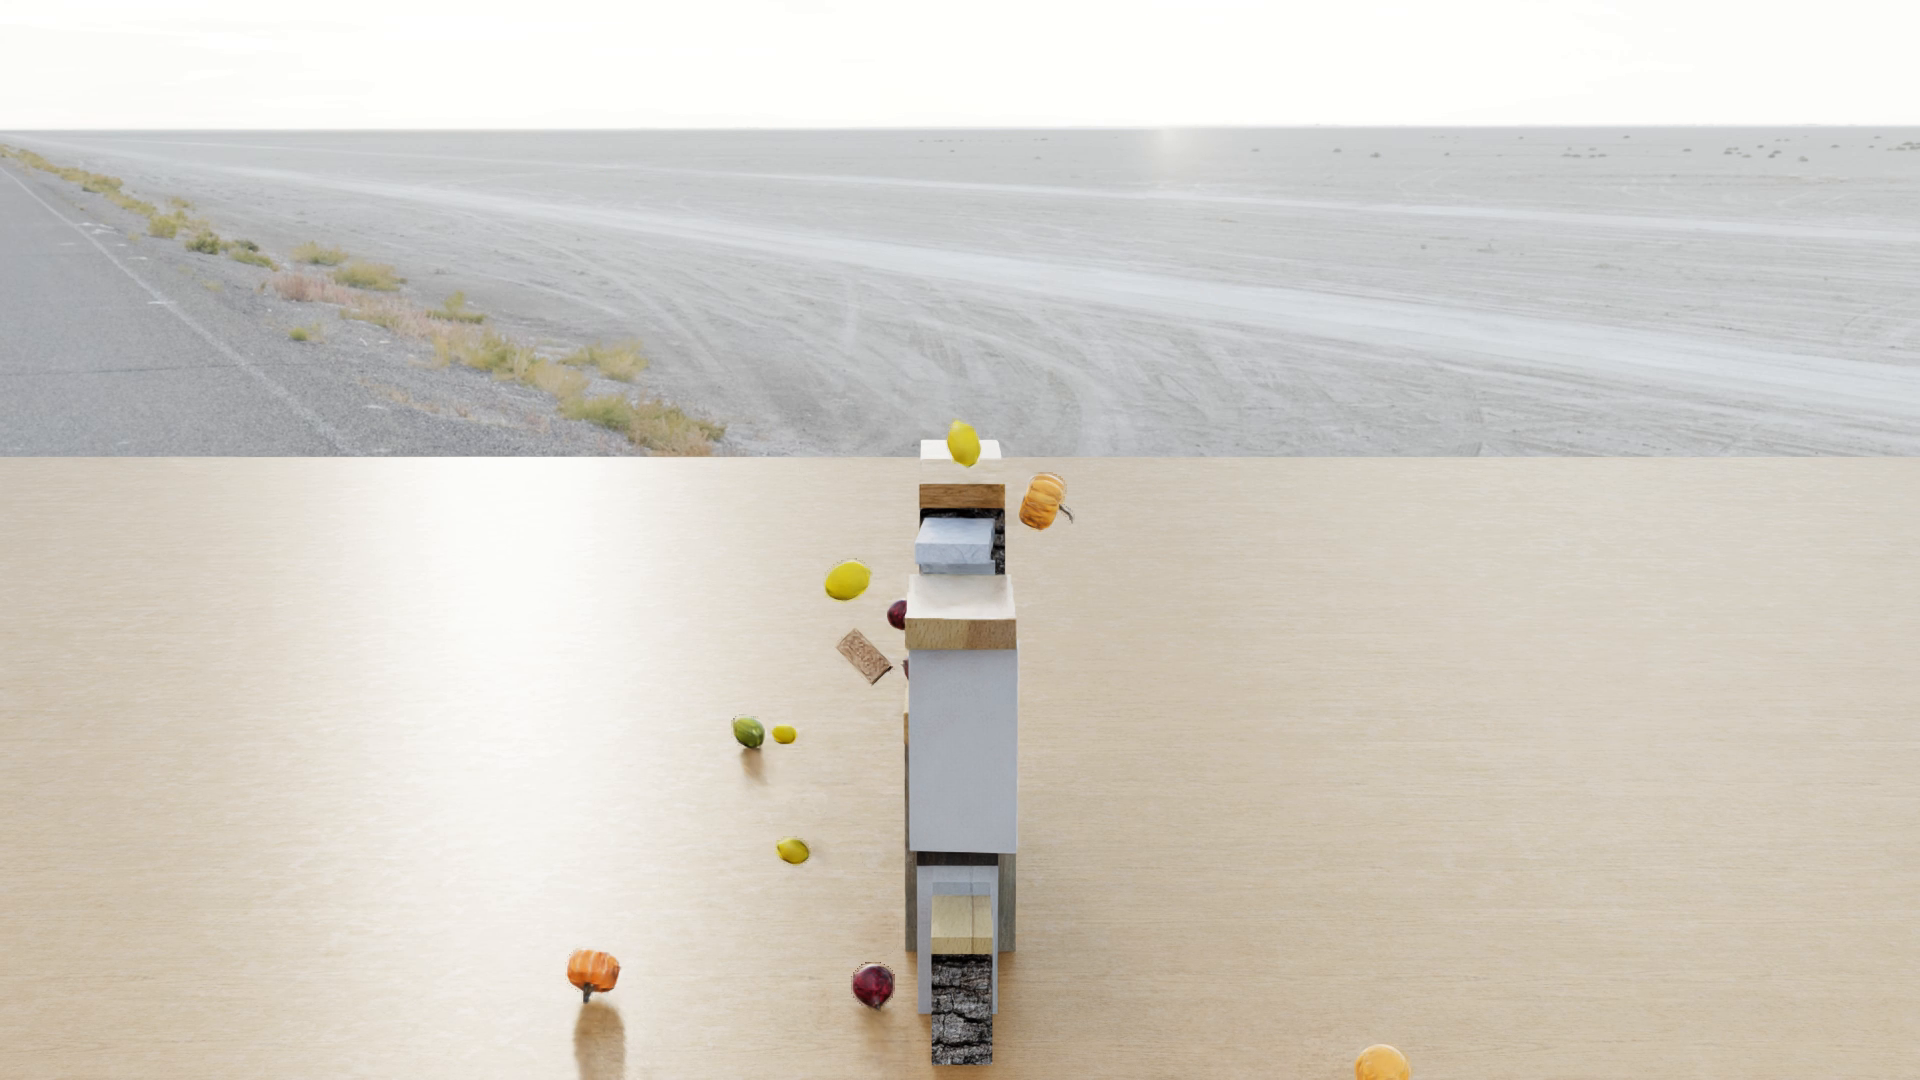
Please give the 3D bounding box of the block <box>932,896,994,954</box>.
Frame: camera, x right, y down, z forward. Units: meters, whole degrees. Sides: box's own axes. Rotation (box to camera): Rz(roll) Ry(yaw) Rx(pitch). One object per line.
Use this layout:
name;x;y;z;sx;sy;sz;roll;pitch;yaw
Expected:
block;0.002;0.529;3.029;0.083;0.023;0.166;0;10;0

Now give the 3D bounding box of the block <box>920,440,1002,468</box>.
block;0.001;-0.142;3.993;0.144;0.041;0.287;0;11;-1

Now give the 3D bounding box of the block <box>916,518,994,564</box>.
block;-0.006;0.000;3.398;0.111;0.031;0.221;1;10;3

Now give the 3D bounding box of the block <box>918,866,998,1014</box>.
block;-0.003;0.567;3.164;0.115;0.230;0.033;0;11;0

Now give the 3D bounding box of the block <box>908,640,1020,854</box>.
block;0.006;0.286;3.054;0.149;0.299;0.042;1;14;4

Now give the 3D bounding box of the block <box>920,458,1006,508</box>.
block;0.004;-0.095;3.611;0.137;0.039;0.274;0;10;0

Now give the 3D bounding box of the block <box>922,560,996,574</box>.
block;-0.002;0.141;3.336;0.111;0.221;0.031;0;5;1

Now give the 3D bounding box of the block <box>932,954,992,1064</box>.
block;0.003;0.632;2.992;0.083;0.166;0.023;0;11;0

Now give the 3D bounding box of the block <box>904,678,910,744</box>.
block;0.001;0.253;3.480;0.171;0.048;0.342;0;11;0

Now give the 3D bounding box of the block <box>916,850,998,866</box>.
block;-0.004;0.423;3.216;0.115;0.033;0.230;0;11;0

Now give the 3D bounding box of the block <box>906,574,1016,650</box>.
block;0.001;0.100;3.115;0.149;0.042;0.299;0;11;0

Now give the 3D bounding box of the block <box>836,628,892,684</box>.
block;-0.169;0.205;3.871;0.097;0.049;0.014;44;-9;22

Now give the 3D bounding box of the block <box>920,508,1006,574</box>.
block;0.004;0.076;3.551;0.137;0.274;0.039;0;10;0

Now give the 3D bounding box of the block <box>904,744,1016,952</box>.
block;0.001;0.465;3.404;0.171;0.342;0.048;0;11;0

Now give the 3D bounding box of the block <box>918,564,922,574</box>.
block;-0.010;0.109;3.511;0.111;0.221;0.031;1;6;3
